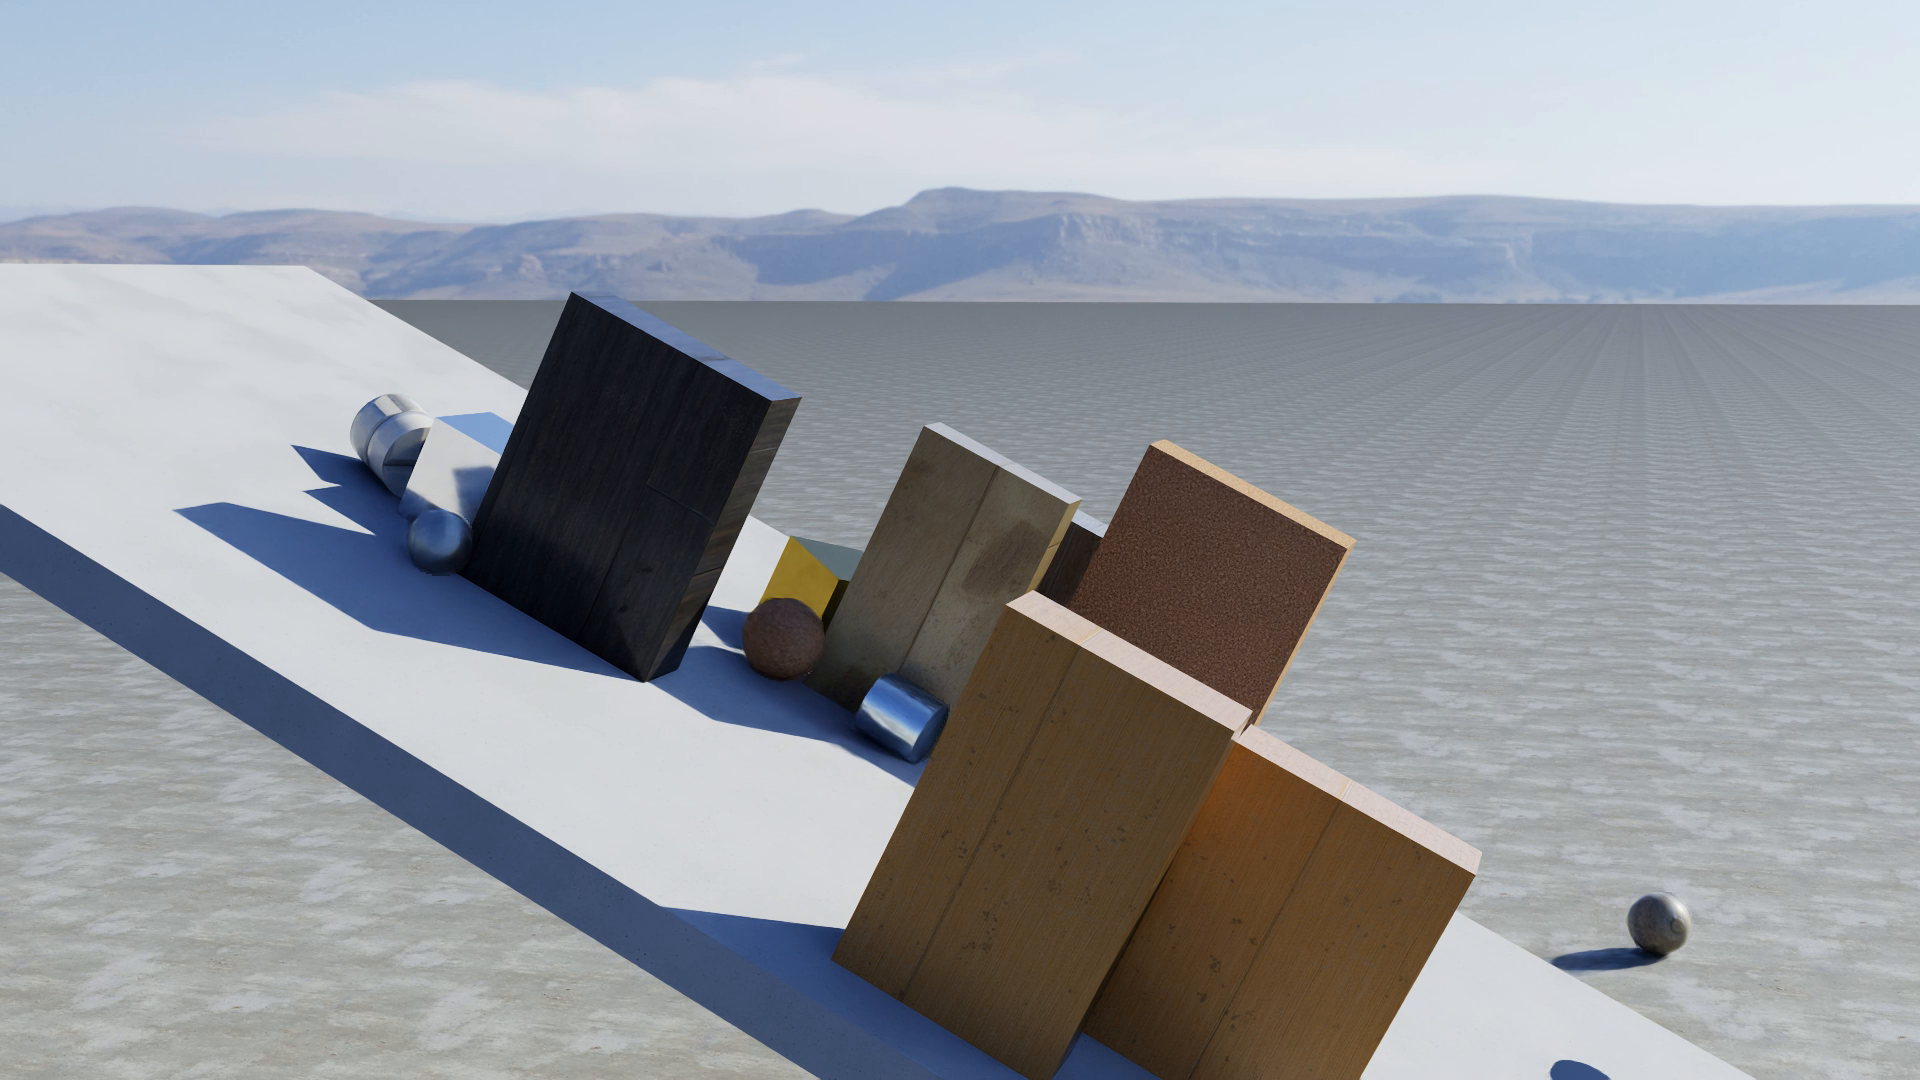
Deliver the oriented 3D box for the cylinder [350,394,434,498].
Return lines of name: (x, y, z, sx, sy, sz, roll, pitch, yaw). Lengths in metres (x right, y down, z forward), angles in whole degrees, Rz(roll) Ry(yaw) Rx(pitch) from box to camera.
cylinder: (-1.091, -0.184, 4.312, 0.156, 0.156, 0.156, -6, 31, -39)

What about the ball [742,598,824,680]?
ball: (-0.343, 0.190, 4.260, 0.159, 0.159, 0.159, 0, 7, 0)

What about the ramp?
ramp: (-0.245, 0.413, 4.160, 4.000, 0.100, 2.000, 29, 14, 12)

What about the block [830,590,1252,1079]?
block: (0.116, 0.435, 3.225, 0.368, 0.608, 0.149, 29, 14, 12)

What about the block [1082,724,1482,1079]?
block: (0.492, 0.620, 3.384, 0.398, 0.529, 0.136, 29, 14, 12)

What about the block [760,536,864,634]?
block: (-0.266, 0.134, 4.536, 0.192, 0.192, 0.192, 13, 19, -43)

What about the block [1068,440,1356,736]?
block: (0.440, 0.208, 4.473, 0.440, 0.692, 0.147, 29, 14, 12)

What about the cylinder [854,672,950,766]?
cylinder: (-0.110, 0.340, 4.187, 0.129, 0.129, 0.129, 34, 20, 19)

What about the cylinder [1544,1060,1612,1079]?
cylinder: (1.025, 0.990, 3.686, 0.164, 0.164, 0.164, 20, 24, -9)

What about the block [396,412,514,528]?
block: (-0.912, -0.104, 4.233, 0.205, 0.205, 0.205, 29, 14, 13)

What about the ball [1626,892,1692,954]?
ball: (1.907, 1.045, 5.998, 0.168, 0.168, 0.168, 0, 7, 0)

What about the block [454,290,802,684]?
block: (-0.607, -0.100, 3.992, 0.425, 0.570, 0.145, 29, 14, 12)

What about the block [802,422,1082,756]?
block: (-0.038, 0.101, 4.265, 0.319, 0.571, 0.102, 29, 14, 12)

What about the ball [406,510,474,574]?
ball: (-0.939, 0.003, 3.972, 0.117, 0.117, 0.117, 0, 7, 0)

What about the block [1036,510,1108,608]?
block: (0.126, 0.126, 4.745, 0.267, 0.440, 0.137, 29, 14, 12)
